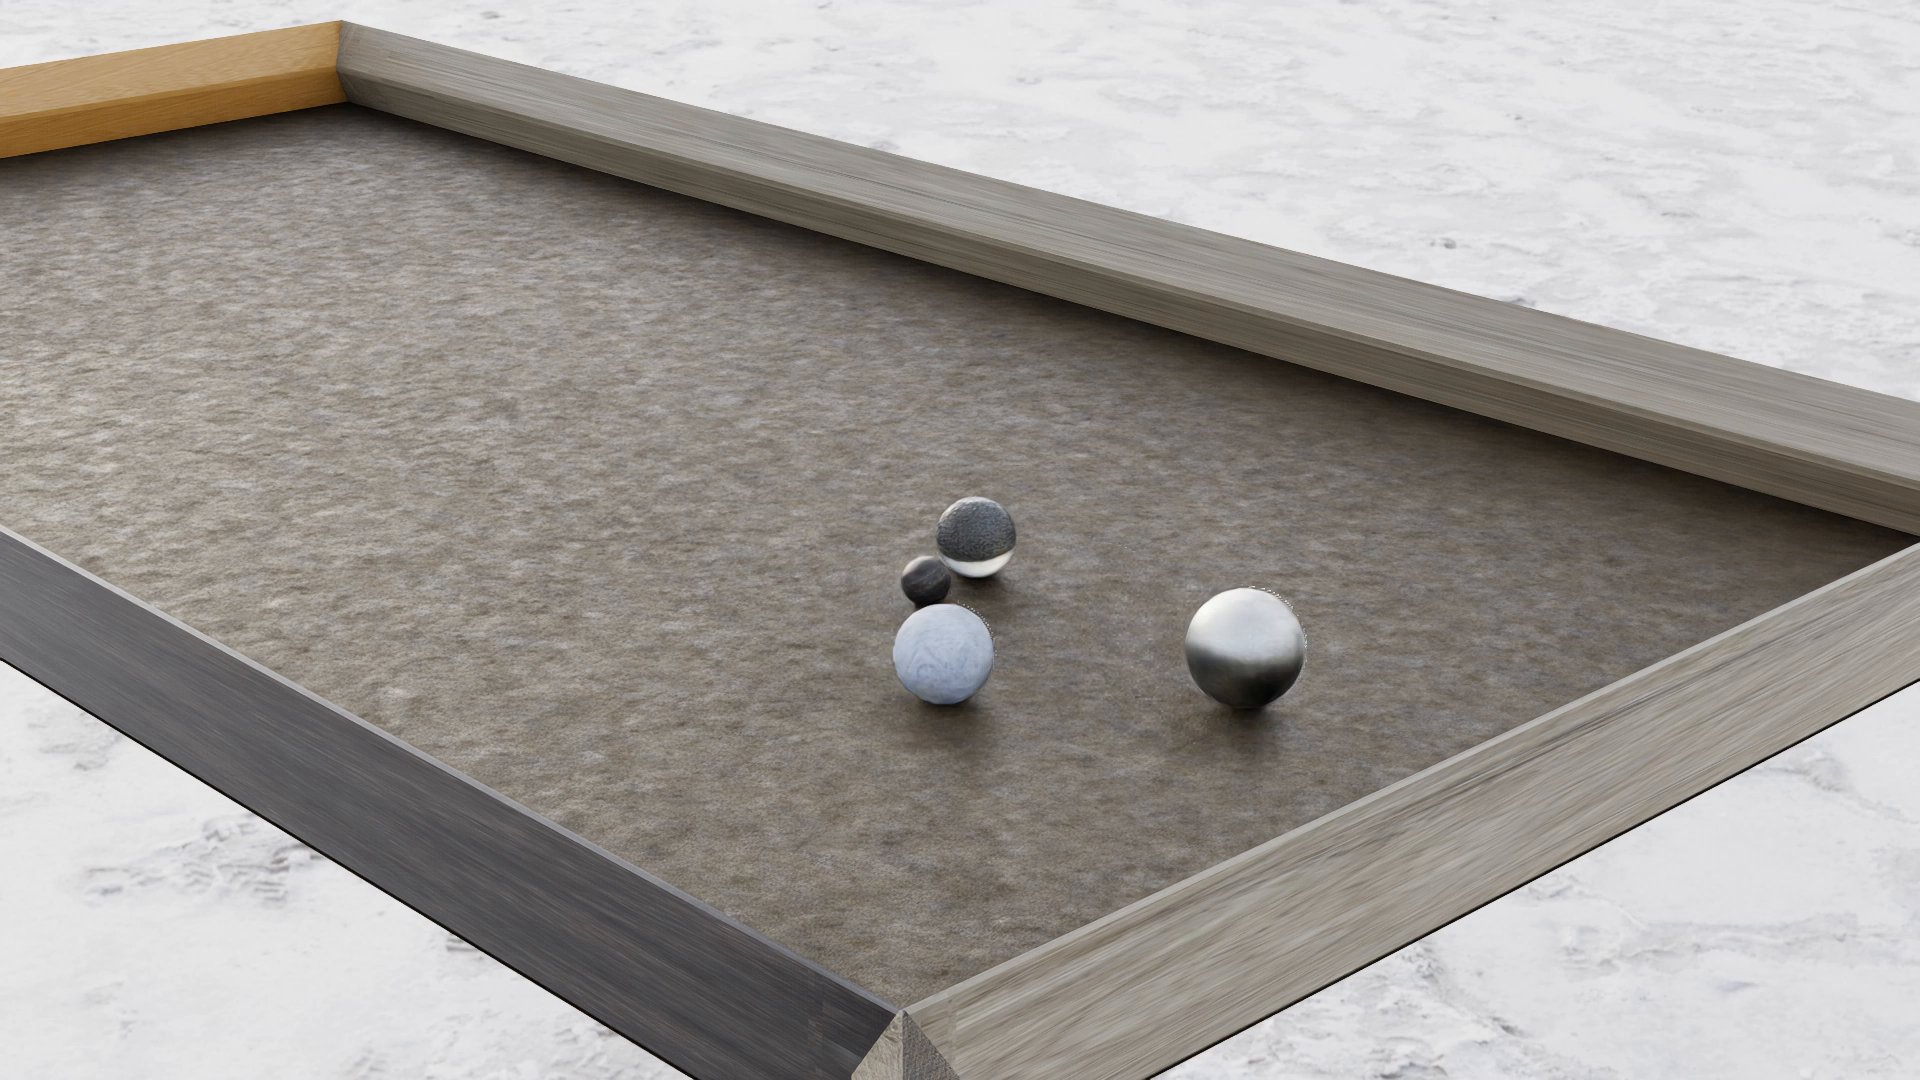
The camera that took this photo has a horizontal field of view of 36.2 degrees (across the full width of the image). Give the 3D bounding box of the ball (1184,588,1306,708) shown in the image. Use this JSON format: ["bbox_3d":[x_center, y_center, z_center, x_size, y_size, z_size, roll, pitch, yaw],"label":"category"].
[{"bbox_3d":[0.237,0.090,2.449,0.100,0.100,0.100,0,20,0],"label":"ball"}]

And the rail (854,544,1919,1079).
[{"bbox_3d":[0.496,0.153,2.233,1.500,0.130,0.045,-18,27,-40],"label":"rail"}]

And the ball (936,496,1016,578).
[{"bbox_3d":[0.015,-0.002,2.734,0.076,0.076,0.076,0,20,0],"label":"ball"}]

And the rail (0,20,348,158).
[{"bbox_3d":[-1.521,-0.589,4.242,1.500,0.130,0.045,-18,27,-40],"label":"rail"}]

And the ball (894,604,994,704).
[{"bbox_3d":[-0.014,0.095,2.457,0.085,0.085,0.085,0,20,0],"label":"ball"}]

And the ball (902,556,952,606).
[{"bbox_3d":[-0.031,0.037,2.670,0.045,0.045,0.045,0,20,0],"label":"ball"}]

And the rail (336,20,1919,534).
[{"bbox_3d":[0.016,-0.391,3.705,0.045,0.130,2.990,-18,27,-40],"label":"rail"}]

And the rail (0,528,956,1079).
[{"bbox_3d":[-1.041,-0.046,2.771,0.045,0.130,2.990,-18,27,-40],"label":"rail"}]
